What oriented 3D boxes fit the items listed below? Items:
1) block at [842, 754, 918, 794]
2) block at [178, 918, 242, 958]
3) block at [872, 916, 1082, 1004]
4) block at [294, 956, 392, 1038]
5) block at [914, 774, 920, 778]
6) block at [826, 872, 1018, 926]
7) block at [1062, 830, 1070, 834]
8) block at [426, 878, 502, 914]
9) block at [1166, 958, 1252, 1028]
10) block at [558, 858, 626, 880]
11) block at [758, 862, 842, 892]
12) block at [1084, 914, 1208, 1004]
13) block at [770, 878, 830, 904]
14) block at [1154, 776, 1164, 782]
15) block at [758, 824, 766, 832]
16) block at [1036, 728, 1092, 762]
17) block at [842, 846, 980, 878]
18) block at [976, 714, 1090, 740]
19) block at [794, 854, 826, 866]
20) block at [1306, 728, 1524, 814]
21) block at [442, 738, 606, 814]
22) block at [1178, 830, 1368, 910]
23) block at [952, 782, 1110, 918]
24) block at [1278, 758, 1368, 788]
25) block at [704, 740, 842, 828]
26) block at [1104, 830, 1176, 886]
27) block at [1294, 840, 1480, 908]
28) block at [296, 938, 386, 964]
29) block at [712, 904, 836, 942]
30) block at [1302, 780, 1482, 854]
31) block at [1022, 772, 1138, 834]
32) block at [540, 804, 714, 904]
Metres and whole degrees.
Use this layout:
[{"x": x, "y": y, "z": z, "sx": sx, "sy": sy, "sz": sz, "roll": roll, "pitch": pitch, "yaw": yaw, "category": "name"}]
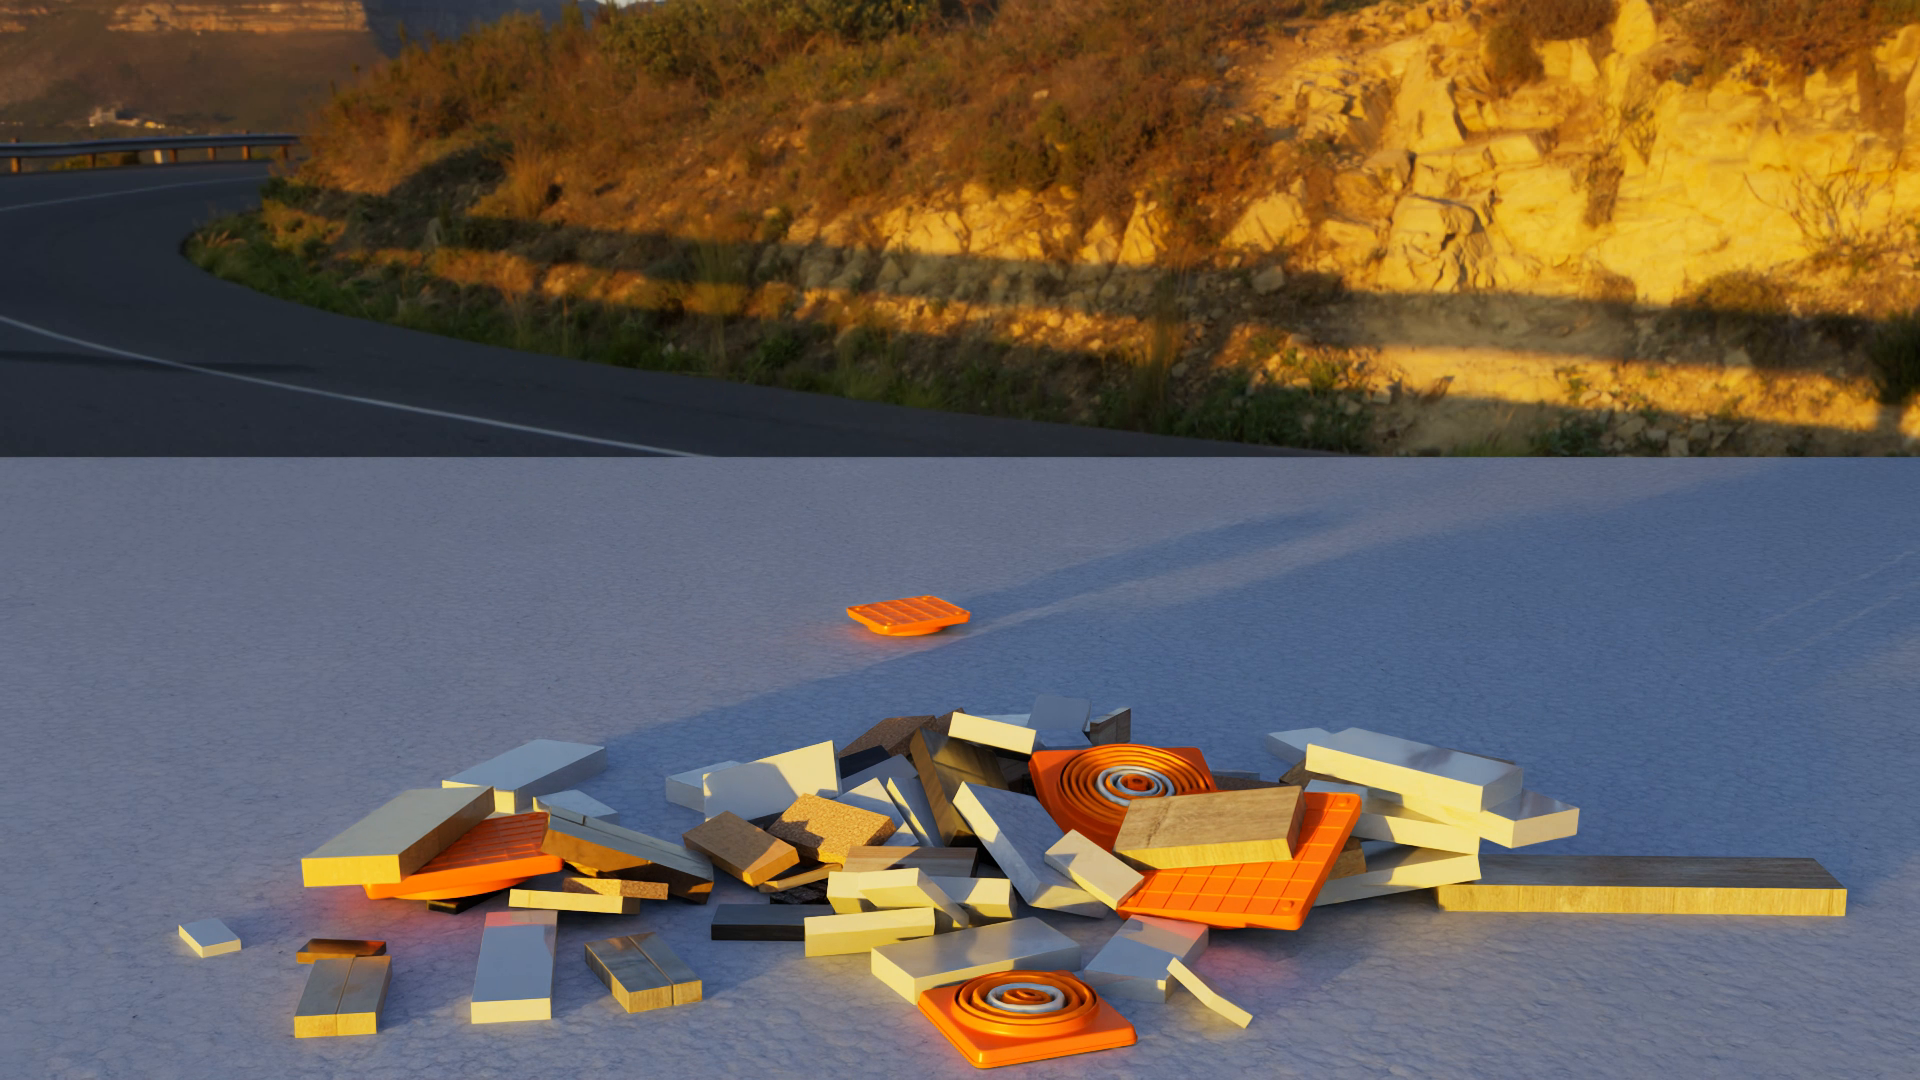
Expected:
[{"x": -0.143, "y": 0.471, "z": 4.034, "sx": 0.114, "sy": 0.032, "sz": 0.229, "roll": 46, "pitch": 30, "yaw": 17, "category": "block"}, {"x": -1.176, "y": 0.623, "z": 3.447, "sx": 0.059, "sy": 0.017, "sz": 0.119, "roll": -7, "pitch": 13, "yaw": -35, "category": "block"}, {"x": 0.025, "y": 0.633, "z": 3.325, "sx": 0.284, "sy": 0.040, "sz": 0.142, "roll": -6, "pitch": 12, "yaw": -28, "category": "block"}, {"x": -0.894, "y": 0.662, "z": 3.197, "sx": 0.110, "sy": 0.031, "sz": 0.220, "roll": -2, "pitch": 11, "yaw": -8, "category": "block"}, {"x": -0.051, "y": 0.441, "z": 4.063, "sx": 0.075, "sy": 0.021, "sz": 0.150, "roll": -39, "pitch": -14, "yaw": 33, "category": "block"}, {"x": -0.057, "y": 0.569, "z": 3.470, "sx": 0.283, "sy": 0.040, "sz": 0.142, "roll": 1, "pitch": -25, "yaw": 7, "category": "block"}, {"x": 0.129, "y": 0.548, "z": 3.814, "sx": 0.104, "sy": 0.029, "sz": 0.208, "roll": 2, "pitch": 11, "yaw": 9, "category": "block"}, {"x": -0.818, "y": 0.588, "z": 3.632, "sx": 0.059, "sy": 0.017, "sz": 0.119, "roll": 5, "pitch": 12, "yaw": 26, "category": "block"}, {"x": 0.359, "y": 0.652, "z": 3.173, "sx": 0.073, "sy": 0.021, "sz": 0.146, "roll": 33, "pitch": -1, "yaw": -20, "category": "block"}, {"x": -0.601, "y": 0.558, "z": 3.772, "sx": 0.089, "sy": 0.025, "sz": 0.177, "roll": -10, "pitch": 15, "yaw": -43, "category": "block"}, {"x": -0.268, "y": 0.566, "z": 3.686, "sx": 0.128, "sy": 0.018, "sz": 0.064, "roll": -11, "pitch": -2, "yaw": -36, "category": "block"}, {"x": 0.285, "y": 0.634, "z": 3.338, "sx": 0.124, "sy": 0.035, "sz": 0.248, "roll": 4, "pitch": 11, "yaw": 21, "category": "block"}, {"x": -0.245, "y": 0.588, "z": 3.632, "sx": 0.064, "sy": 0.018, "sz": 0.128, "roll": 10, "pitch": 14, "yaw": 42, "category": "block"}, {"x": 0.439, "y": 0.479, "z": 4.213, "sx": 0.143, "sy": 0.020, "sz": 0.072, "roll": 3, "pitch": 11, "yaw": 14, "category": "block"}, {"x": -0.404, "y": 0.531, "z": 3.821, "sx": 0.131, "sy": 0.019, "sz": 0.066, "roll": -13, "pitch": 21, "yaw": 4, "category": "block"}, {"x": 0.139, "y": 0.407, "z": 4.329, "sx": 0.223, "sy": 0.032, "sz": 0.112, "roll": -2, "pitch": 12, "yaw": -9, "category": "block"}, {"x": -0.084, "y": 0.548, "z": 3.596, "sx": 0.215, "sy": 0.030, "sz": 0.108, "roll": -1, "pitch": 30, "yaw": 12, "category": "block"}, {"x": 0.122, "y": 0.402, "z": 4.564, "sx": 0.299, "sy": 0.042, "sz": 0.149, "roll": -1, "pitch": 11, "yaw": -7, "category": "block"}, {"x": -0.259, "y": 0.542, "z": 3.853, "sx": 0.195, "sy": 0.028, "sz": 0.098, "roll": 0, "pitch": 11, "yaw": 1, "category": "block"}, {"x": 0.751, "y": 0.378, "z": 3.640, "sx": 0.314, "sy": 0.044, "sz": 0.157, "roll": 12, "pitch": 14, "yaw": 37, "category": "block"}, {"x": -0.841, "y": 0.456, "z": 4.269, "sx": 0.160, "sy": 0.045, "sz": 0.319, "roll": 5, "pitch": 11, "yaw": 23, "category": "block"}, {"x": 0.514, "y": 0.538, "z": 3.647, "sx": 0.298, "sy": 0.042, "sz": 0.149, "roll": -13, "pitch": 10, "yaw": 5, "category": "block"}, {"x": 0.119, "y": 0.509, "z": 3.627, "sx": 0.152, "sy": 0.043, "sz": 0.304, "roll": 16, "pitch": 18, "yaw": -32, "category": "block"}, {"x": 0.740, "y": 0.461, "z": 4.020, "sx": 0.146, "sy": 0.041, "sz": 0.292, "roll": -33, "pitch": 32, "yaw": -25, "category": "block"}, {"x": -0.336, "y": 0.450, "z": 3.951, "sx": 0.247, "sy": 0.035, "sz": 0.123, "roll": -15, "pitch": 49, "yaw": 7, "category": "block"}, {"x": 0.309, "y": 0.549, "z": 3.809, "sx": 0.104, "sy": 0.029, "sz": 0.208, "roll": 1, "pitch": 11, "yaw": -1, "category": "block"}, {"x": 0.700, "y": 0.543, "z": 3.653, "sx": 0.298, "sy": 0.042, "sz": 0.149, "roll": -10, "pitch": 10, "yaw": 5, "category": "block"}, {"x": -0.951, "y": 0.634, "z": 3.385, "sx": 0.119, "sy": 0.017, "sz": 0.059, "roll": 1, "pitch": 11, "yaw": 6, "category": "block"}, {"x": -0.296, "y": 0.608, "z": 3.498, "sx": 0.187, "sy": 0.027, "sz": 0.094, "roll": 0, "pitch": 11, "yaw": 1, "category": "block"}, {"x": 0.721, "y": 0.461, "z": 3.669, "sx": 0.298, "sy": 0.042, "sz": 0.149, "roll": 7, "pitch": 11, "yaw": 17, "category": "block"}, {"x": 0.217, "y": 0.478, "z": 3.989, "sx": 0.208, "sy": 0.104, "sz": 0.029, "roll": -1, "pitch": 11, "yaw": -3, "category": "block"}, {"x": -0.551, "y": 0.521, "z": 3.650, "sx": 0.283, "sy": 0.040, "sz": 0.142, "roll": 20, "pitch": 6, "yaw": -11, "category": "block"}]
